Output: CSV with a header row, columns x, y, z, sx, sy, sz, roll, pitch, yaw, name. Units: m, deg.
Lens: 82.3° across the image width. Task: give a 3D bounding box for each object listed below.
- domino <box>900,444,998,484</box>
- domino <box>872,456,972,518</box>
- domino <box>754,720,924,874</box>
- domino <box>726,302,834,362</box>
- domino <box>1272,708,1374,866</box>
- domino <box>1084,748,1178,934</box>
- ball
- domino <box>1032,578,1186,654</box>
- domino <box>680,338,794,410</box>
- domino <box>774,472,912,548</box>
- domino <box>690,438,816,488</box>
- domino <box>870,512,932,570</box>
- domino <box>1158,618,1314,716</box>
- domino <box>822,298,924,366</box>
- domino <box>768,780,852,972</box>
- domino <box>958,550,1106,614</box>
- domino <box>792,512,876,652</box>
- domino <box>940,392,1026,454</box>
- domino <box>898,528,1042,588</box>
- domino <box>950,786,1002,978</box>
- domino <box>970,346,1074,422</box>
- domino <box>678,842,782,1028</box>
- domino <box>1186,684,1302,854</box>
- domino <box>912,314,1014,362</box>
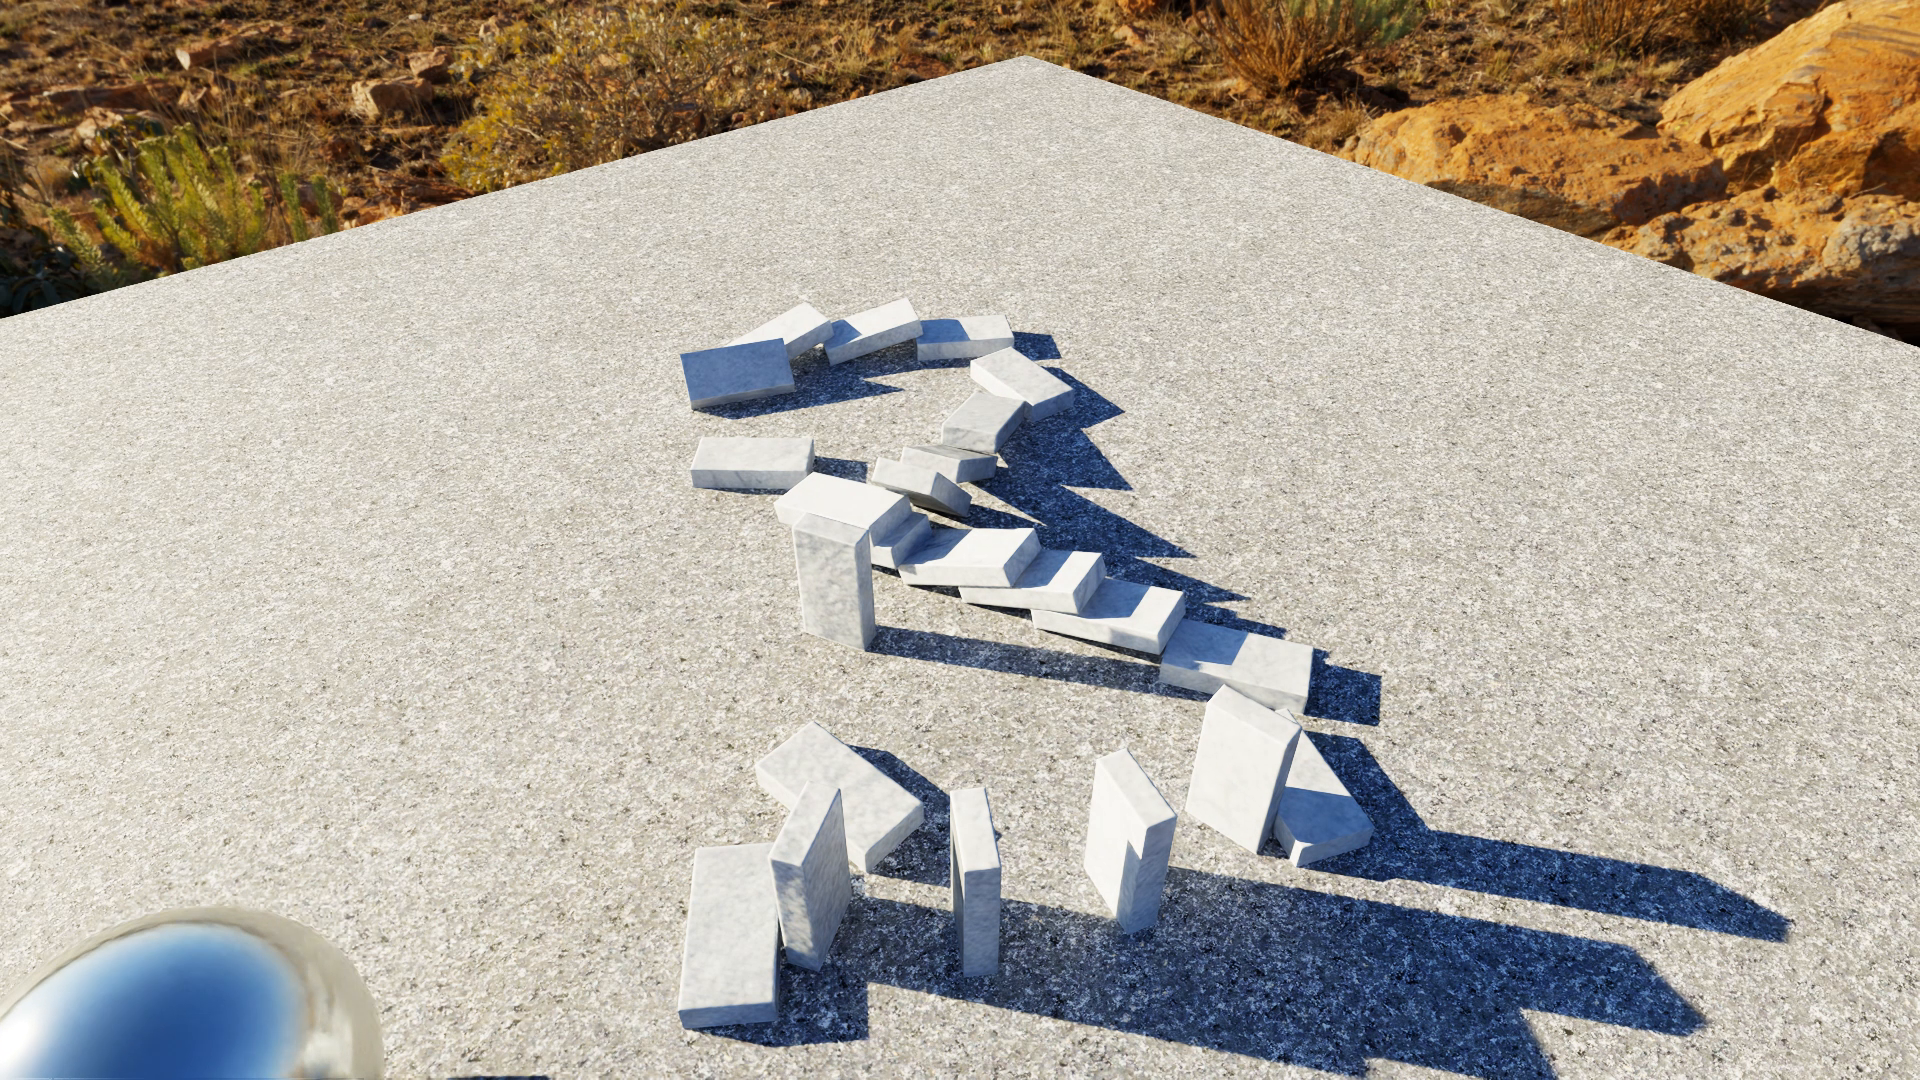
x,y,z,sx,sy,sz,roll,pitch,yaw,name
-0.004,-0.033,0.464,0.025,0.009,0.050,15,11,17,domino
-0.014,-0.021,0.443,0.025,0.050,0.010,15,86,18,domino
-0.038,0.080,0.346,0.050,0.010,0.025,30,48,31,domino
-0.092,-0.101,0.558,0.050,0.010,0.025,-34,48,-18,domino
0.105,0.077,0.349,0.025,0.010,0.050,-12,41,-14,domino
0.047,0.085,0.308,0.009,0.050,0.025,-16,42,-19,domino
-0.170,0.121,0.239,0.080,0.080,0.080,0,39,0,ball
0.054,0.026,0.404,0.050,0.009,0.025,10,39,31,domino
-0.108,-0.081,0.532,0.050,0.010,0.025,-12,75,-14,domino
-0.047,-0.013,0.438,0.050,0.010,0.025,14,41,33,domino
-0.091,-0.034,0.485,0.050,0.009,0.025,1,39,1,domino
-0.039,-0.004,0.440,0.050,0.010,0.025,12,41,32,domino
0.098,0.044,0.390,0.050,0.010,0.025,12,41,14,domino
-0.046,-0.108,0.567,0.050,0.010,0.025,-20,42,-5,domino
-0.040,0.092,0.299,0.010,0.050,0.025,11,41,13,domino
0.027,0.014,0.414,0.050,0.010,0.025,4,35,34,domino
-0.044,0.015,0.393,0.025,0.050,0.009,16,42,18,domino
0.011,-0.054,0.499,0.025,0.009,0.050,11,27,14,domino
0.003,0.006,0.421,0.050,0.010,0.025,0,33,36,domino
0.004,0.093,0.298,0.009,0.050,0.025,-5,40,-7,domino
0.030,-0.077,0.537,0.025,0.010,0.050,-24,45,-26,domino
-0.063,0.110,0.309,0.025,0.009,0.050,-3,39,-4,domino
0.084,0.069,0.327,0.025,0.050,0.009,28,47,30,domino
0.001,-0.105,0.572,0.050,0.010,0.025,-6,40,-7,domino
